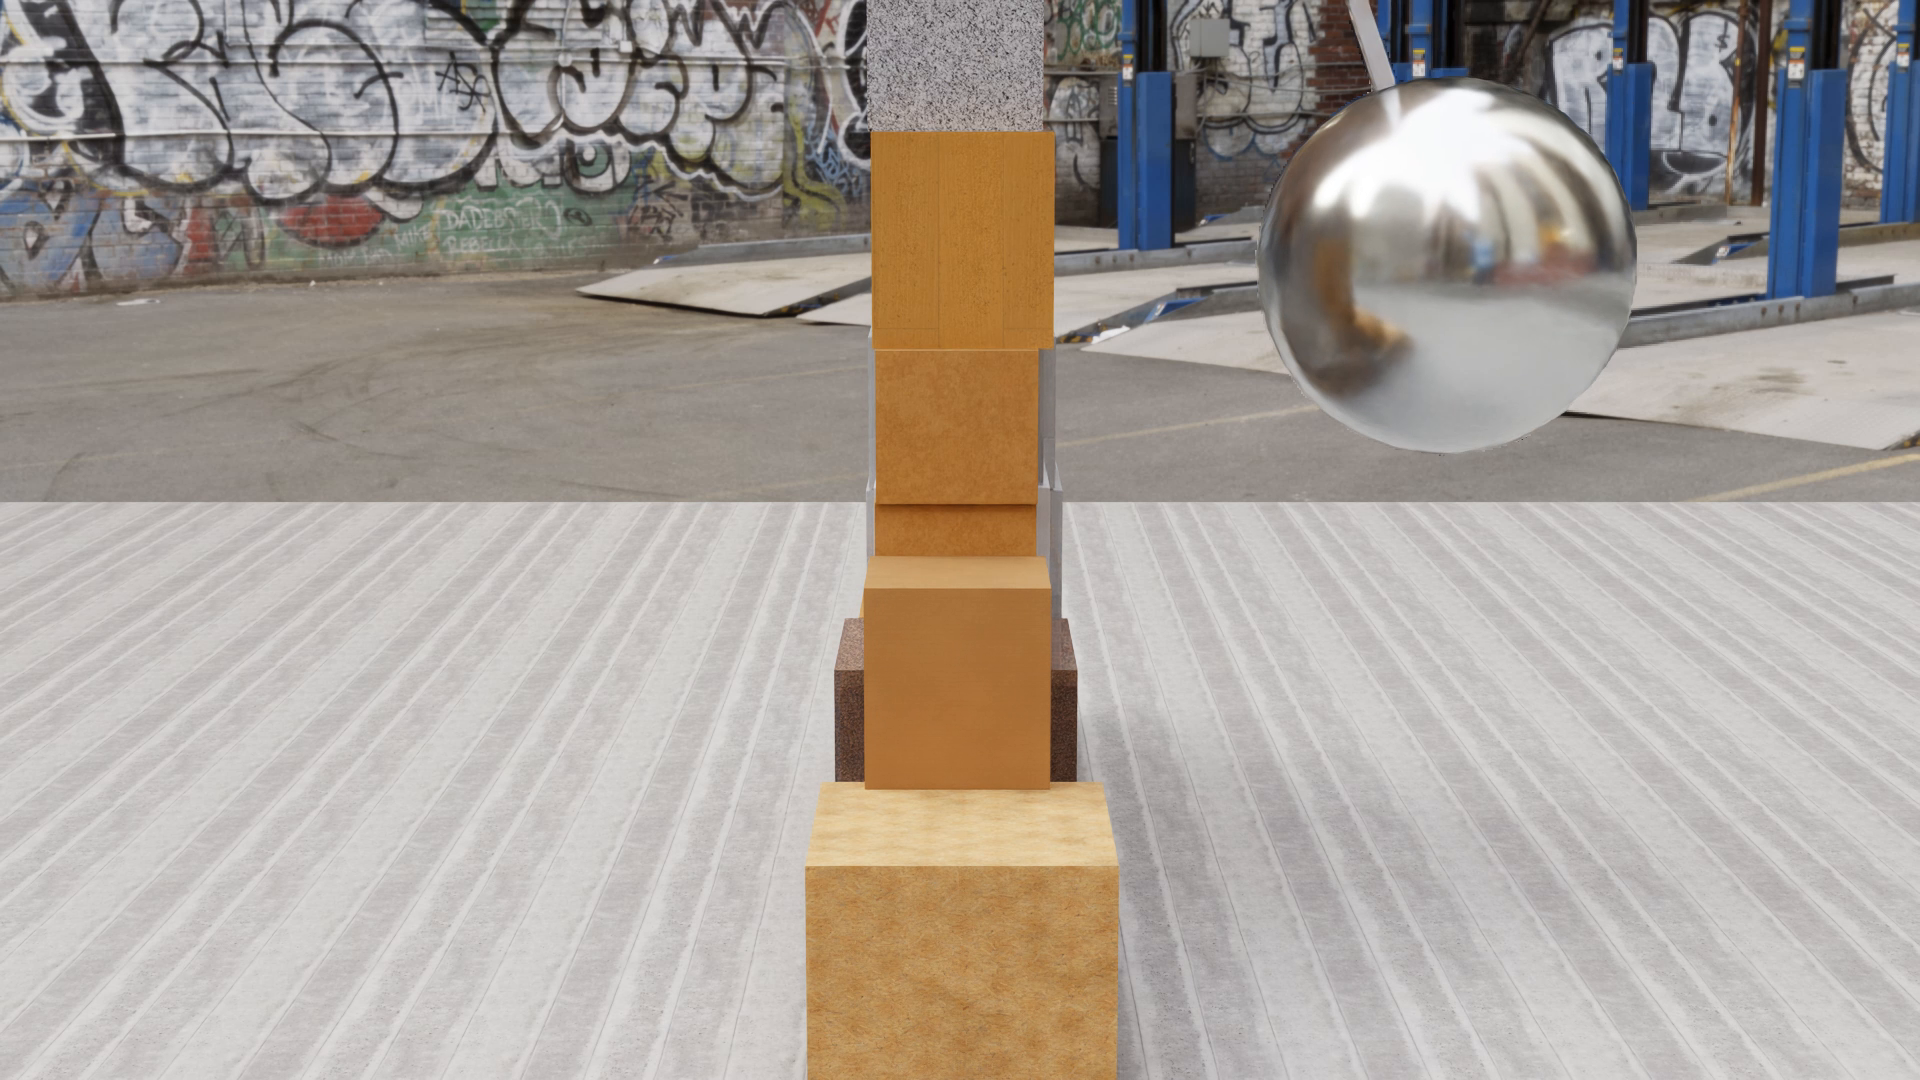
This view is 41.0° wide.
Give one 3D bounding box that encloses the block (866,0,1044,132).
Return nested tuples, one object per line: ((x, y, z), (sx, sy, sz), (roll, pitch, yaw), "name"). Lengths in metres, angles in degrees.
((-0.018, -1.932, 10.213), (0.680, 0.587, 0.666), (0, 10, 0), "block")

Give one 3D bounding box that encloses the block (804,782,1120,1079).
((0.007, 1.436, 9.179), (1.052, 0.890, 1.034), (0, 10, 0), "block")

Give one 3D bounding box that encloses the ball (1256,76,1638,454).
((2.074, -1.171, 10.967), (1.600, 1.600, 1.600), (0, 10, 0), "ball")

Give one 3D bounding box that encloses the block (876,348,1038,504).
((-0.012, -0.503, 10.315), (0.630, 0.598, 0.759), (0, 10, 0), "block")

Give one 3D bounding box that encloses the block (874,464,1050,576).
((0.008, 0.042, 11.110), (0.735, 0.660, 0.719), (0, 10, 0), "block")

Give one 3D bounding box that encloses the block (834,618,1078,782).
((-0.017, 0.995, 10.908), (0.981, 1.140, 1.003), (0, 10, 0), "block")

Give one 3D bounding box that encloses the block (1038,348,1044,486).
((0.000, -0.576, 11.023), (0.698, 0.588, 0.647), (0, 10, 0), "block")

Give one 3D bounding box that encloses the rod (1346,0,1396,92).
((0.899, -4.310, 10.397), (0.080, 5.200, 0.080), (-20, 10, 4), "rod")

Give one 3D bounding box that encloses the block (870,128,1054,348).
((0.011, -1.213, 10.225), (0.704, 0.832, 0.697), (0, 10, 0), "block")

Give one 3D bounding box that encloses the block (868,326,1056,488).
((0.009, -0.647, 11.781), (0.827, 0.676, 0.855), (0, 12, 0), "block")

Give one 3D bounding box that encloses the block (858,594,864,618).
((0.001, 0.755, 12.687), (0.958, 0.975, 0.999), (0, 10, 0), "block")

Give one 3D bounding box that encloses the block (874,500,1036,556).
((-0.018, 0.144, 10.414), (0.633, 0.710, 0.670), (0, 10, 0), "block")

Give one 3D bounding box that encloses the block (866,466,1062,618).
((0.019, 0.051, 11.877), (0.876, 0.706, 0.776), (0, 11, 0), "block")

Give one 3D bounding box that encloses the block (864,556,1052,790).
((-0.010, 0.493, 9.782), (0.686, 0.757, 0.688), (0, 10, 0), "block")
